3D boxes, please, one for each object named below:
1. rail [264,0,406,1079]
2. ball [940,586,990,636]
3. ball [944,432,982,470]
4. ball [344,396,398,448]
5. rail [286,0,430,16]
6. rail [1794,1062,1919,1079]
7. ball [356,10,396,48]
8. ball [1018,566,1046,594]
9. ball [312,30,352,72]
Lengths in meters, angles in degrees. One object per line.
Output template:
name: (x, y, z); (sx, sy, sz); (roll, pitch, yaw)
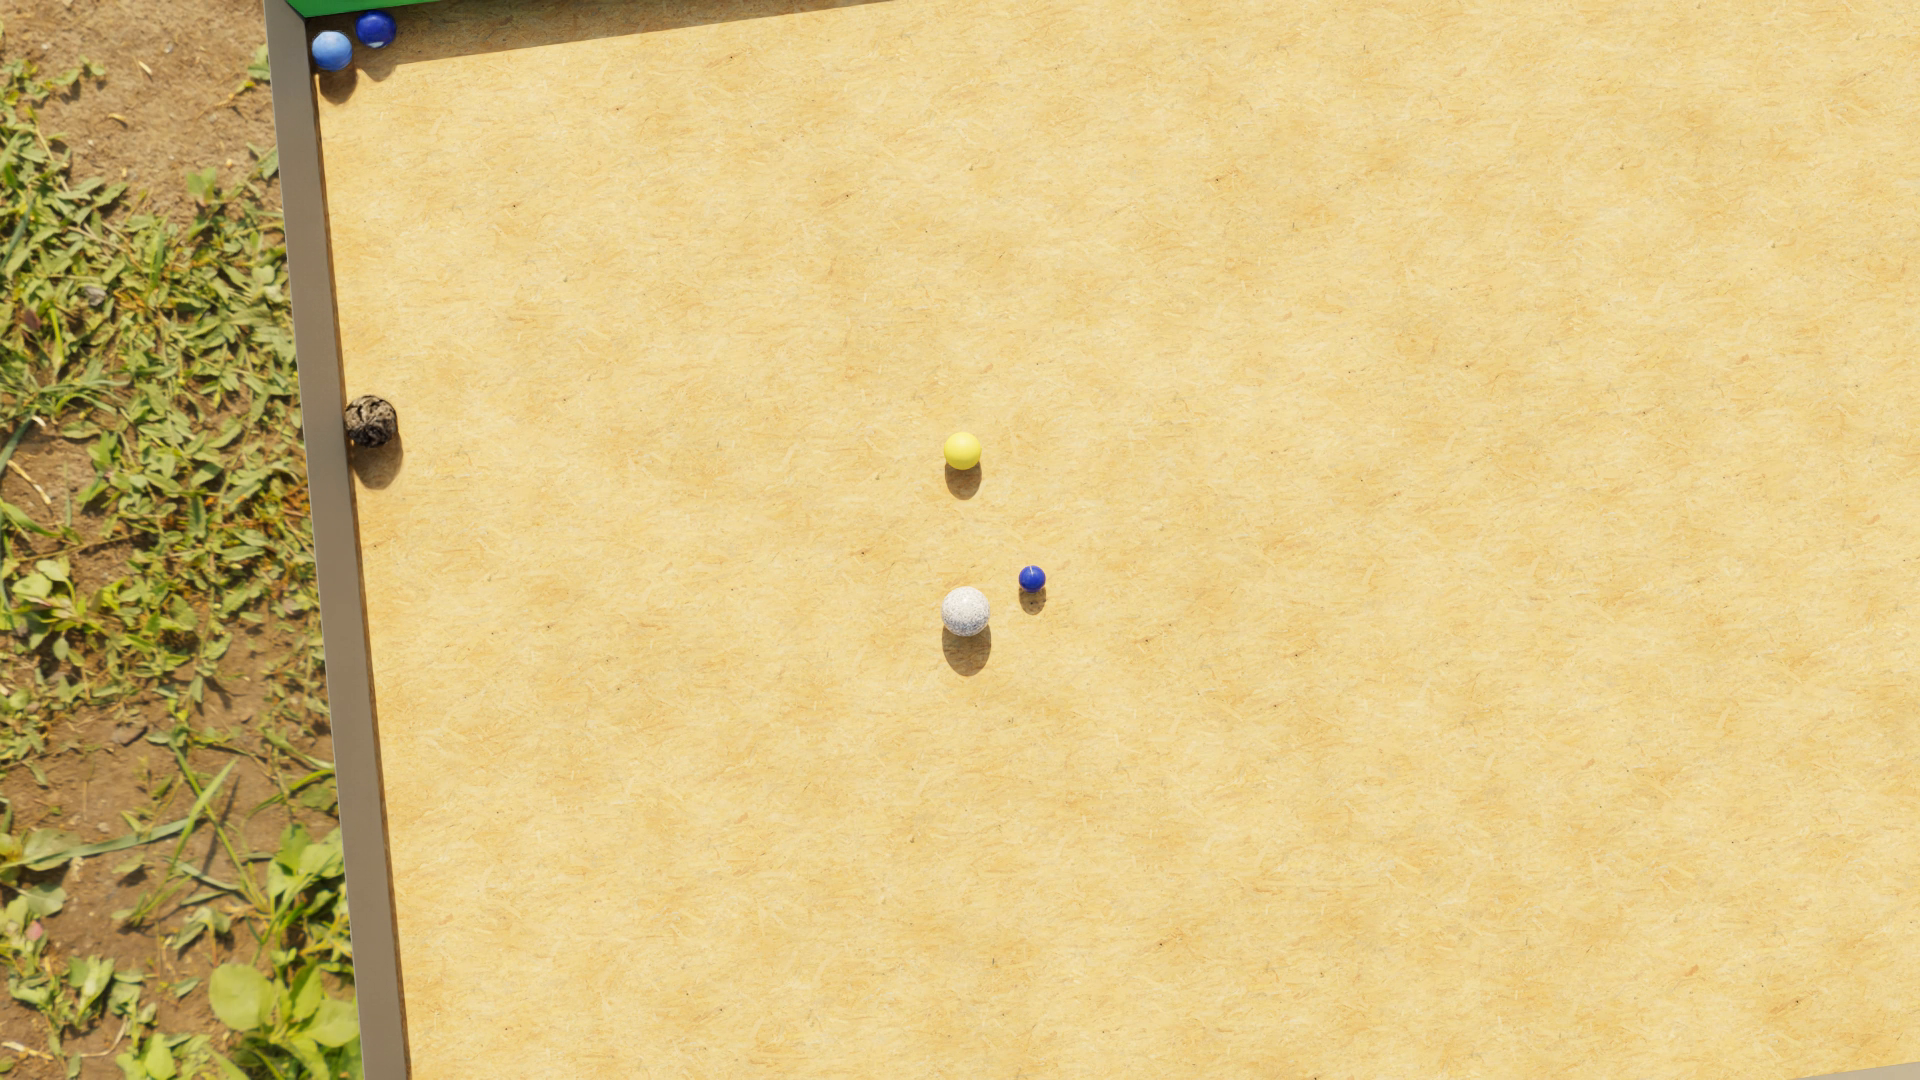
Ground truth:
rail: (-0.901, 0.117, 3.230); (0.045, 0.108, 1.956); (-8, 82, -1)
ball: (0.008, 0.106, 3.250); (0.075, 0.075, 0.075); (0, 82, 0)
ball: (0.004, -0.133, 3.293); (0.057, 0.057, 0.057); (0, 82, 0)
ball: (-0.881, -0.177, 3.289); (0.078, 0.078, 0.078); (0, 82, 0)
rail: (0.797, -1.062, 3.401); (3.730, 0.108, 0.045); (-8, 82, -1)
rail: (1.051, 0.809, 3.130); (3.730, 0.108, 0.045); (-8, 82, -1)
ball: (-0.901, -0.787, 3.386); (0.060, 0.060, 0.060); (0, 82, 0)
ball: (0.107, 0.058, 3.273); (0.042, 0.042, 0.042); (0, 82, 0)
ball: (-0.965, -0.752, 3.381); (0.061, 0.061, 0.061); (0, 82, 0)
